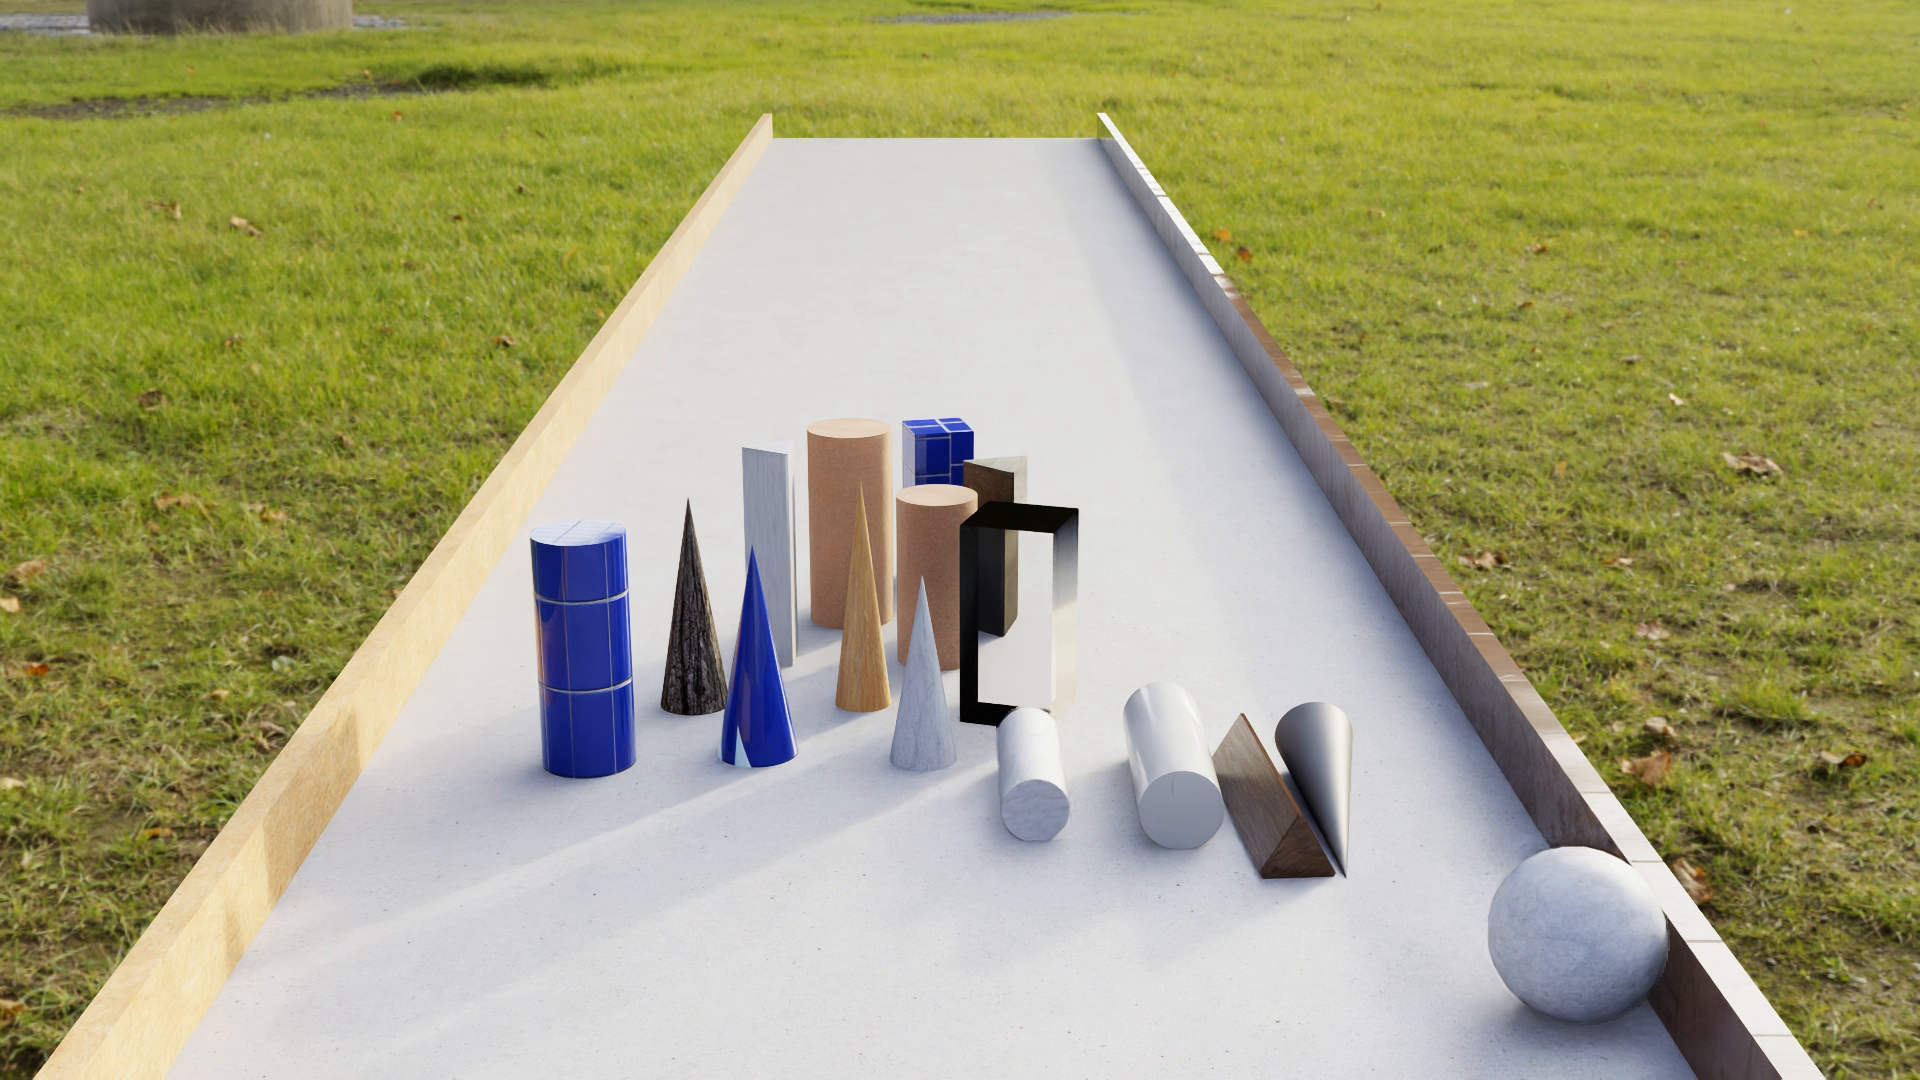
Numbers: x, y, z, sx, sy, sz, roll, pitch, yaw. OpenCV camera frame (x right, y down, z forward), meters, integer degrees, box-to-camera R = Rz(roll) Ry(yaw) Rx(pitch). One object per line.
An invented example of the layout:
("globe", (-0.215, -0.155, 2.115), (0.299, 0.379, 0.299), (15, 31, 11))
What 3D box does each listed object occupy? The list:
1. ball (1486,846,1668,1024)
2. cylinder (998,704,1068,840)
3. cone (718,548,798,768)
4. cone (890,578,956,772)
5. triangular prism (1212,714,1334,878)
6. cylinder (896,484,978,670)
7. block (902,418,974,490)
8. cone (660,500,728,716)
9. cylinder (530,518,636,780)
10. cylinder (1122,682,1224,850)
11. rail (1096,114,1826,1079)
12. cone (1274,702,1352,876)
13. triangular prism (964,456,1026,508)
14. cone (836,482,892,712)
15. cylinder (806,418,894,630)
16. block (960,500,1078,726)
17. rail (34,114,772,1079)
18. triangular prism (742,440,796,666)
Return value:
("ball", (0.841, 0.538, 3.001), (0.238, 0.238, 0.238), (0, 17, 0))
("cylinder", (0.122, 0.392, 3.717), (0.110, 0.110, 0.323), (0, 20, 0))
("cone", (-0.362, 0.194, 3.891), (0.145, 0.390, 0.145), (0, 17, 0))
("cone", (-0.066, 0.224, 3.868), (0.120, 0.345, 0.120), (0, 17, 0))
("triangular prism", (0.512, 0.414, 3.645), (0.118, 0.102, 0.448), (-1, 17, -5))
("cylinder", (-0.046, 0.074, 4.382), (0.161, 0.340, 0.161), (0, 17, 0))
("block", (-0.049, -0.080, 4.874), (0.132, 0.355, 0.132), (-4, 17, -13))
("cone", (-0.503, 0.113, 4.125), (0.132, 0.411, 0.132), (0, 17, 0))
("cylinder", (-0.657, 0.190, 3.845), (0.165, 0.424, 0.165), (0, 17, 0))
("cylinder", (0.357, 0.375, 3.724), (0.137, 0.137, 0.411), (0, 17, 0))
("rail", (0.932, -0.844, 7.801), (0.050, 0.150, 12.000), (0, 17, -1))
("cone", (0.611, 0.437, 3.640), (0.136, 0.136, 0.445), (0, 25, 2))
("triangular prism", (0.099, -0.004, 4.648), (0.138, 0.337, 0.120), (15, 22, 41))
("cone", (-0.184, 0.096, 4.124), (0.107, 0.445, 0.107), (0, 17, 0))
("cylinder", (-0.229, -0.035, 4.620), (0.176, 0.413, 0.176), (0, 17, 0))
("block", (0.110, 0.140, 4.089), (0.176, 0.381, 0.176), (5, 17, 17))
("rail", (-1.118, -0.838, 7.780), (0.050, 0.150, 12.000), (0, 17, -1))
("triangular prism", (-0.357, 0.023, 4.382), (0.109, 0.437, 0.094), (10, 19, 30))
